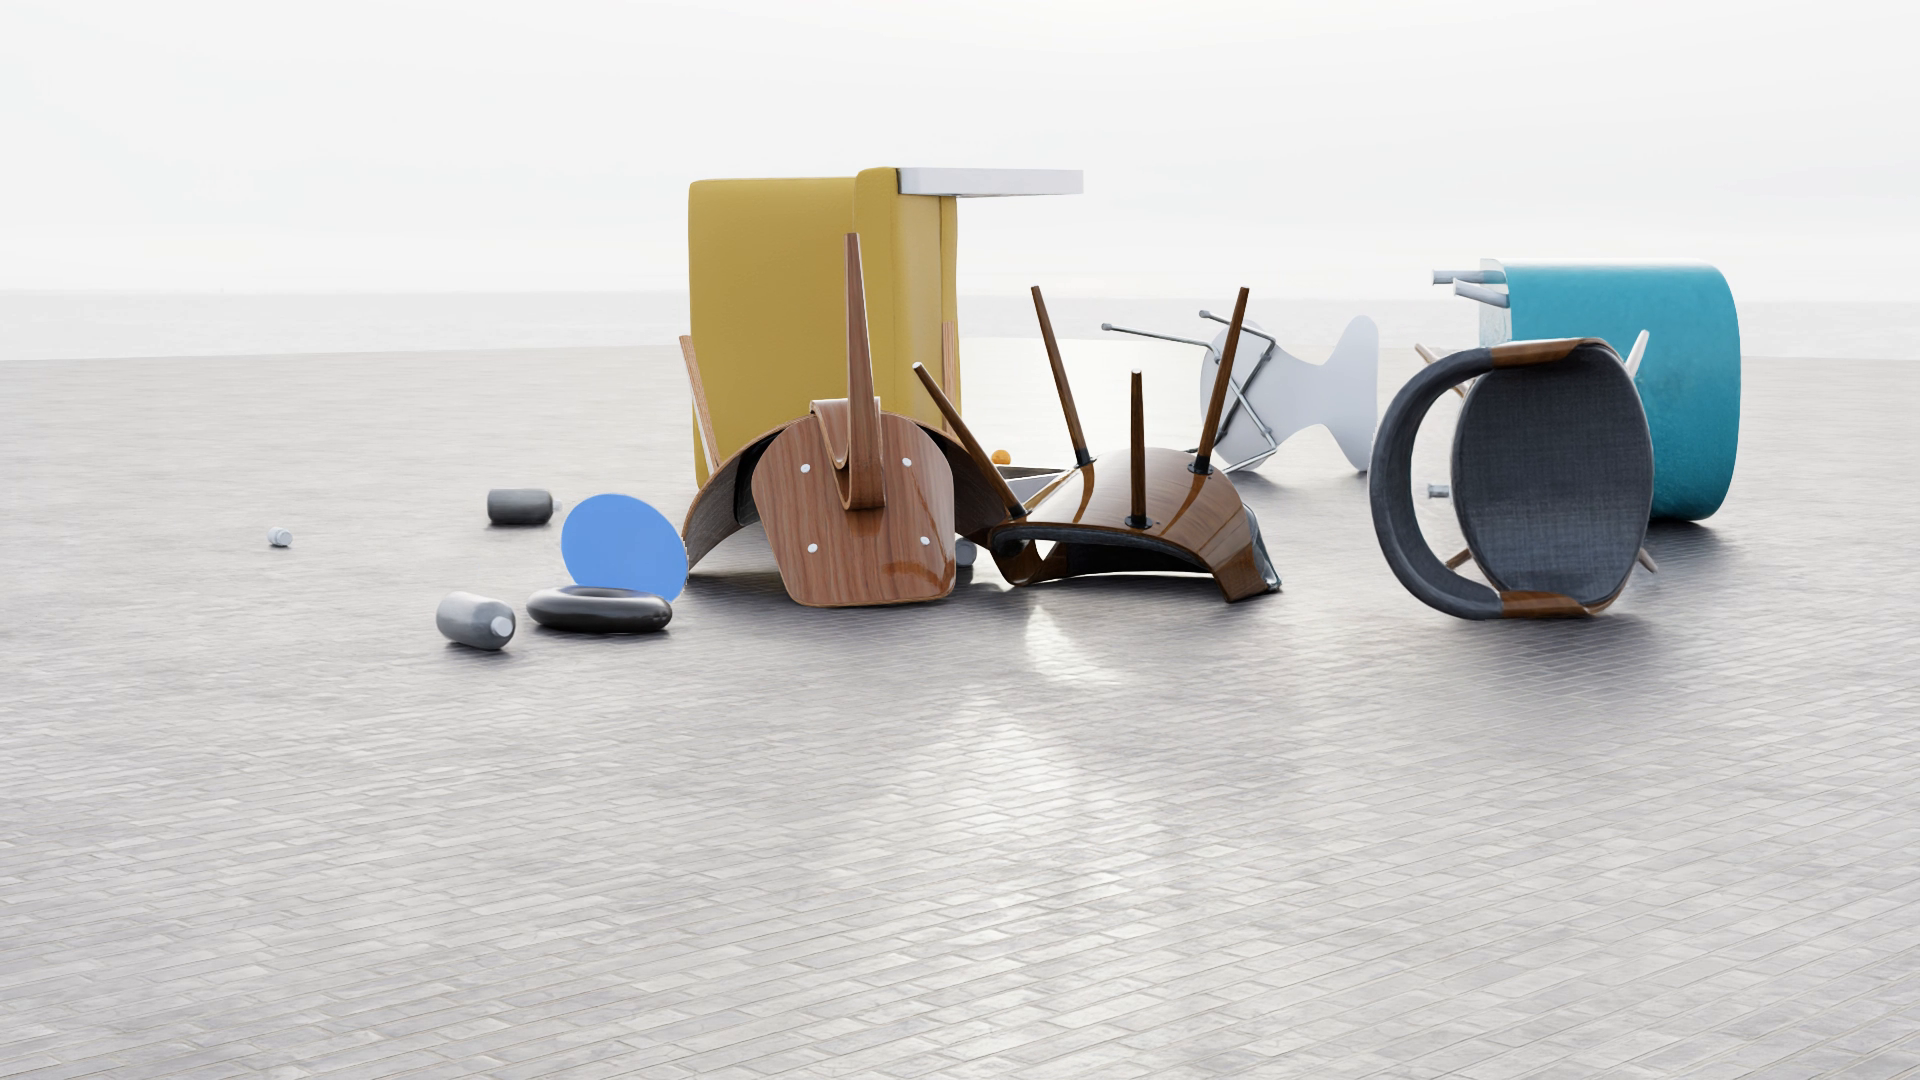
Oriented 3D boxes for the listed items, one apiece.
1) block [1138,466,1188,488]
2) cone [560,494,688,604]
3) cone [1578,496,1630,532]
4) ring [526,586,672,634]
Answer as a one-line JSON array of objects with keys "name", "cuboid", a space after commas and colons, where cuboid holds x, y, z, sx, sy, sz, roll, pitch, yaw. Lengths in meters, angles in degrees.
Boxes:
[{"name": "block", "cuboid": [0.638, -0.200, 8.083, 0.107, 0.055, 0.121, -4, 7, -35]}, {"name": "cone", "cuboid": [-0.680, 0.072, 5.159, 0.222, 0.272, 0.271, -42, -8, -20]}, {"name": "cone", "cuboid": [1.639, -0.048, 6.653, 0.168, 0.094, 0.105, 12, -26, -24]}, {"name": "ring", "cuboid": [-0.680, 0.131, 4.828, 0.330, 0.066, 0.209, 5, 7, 38]}]
